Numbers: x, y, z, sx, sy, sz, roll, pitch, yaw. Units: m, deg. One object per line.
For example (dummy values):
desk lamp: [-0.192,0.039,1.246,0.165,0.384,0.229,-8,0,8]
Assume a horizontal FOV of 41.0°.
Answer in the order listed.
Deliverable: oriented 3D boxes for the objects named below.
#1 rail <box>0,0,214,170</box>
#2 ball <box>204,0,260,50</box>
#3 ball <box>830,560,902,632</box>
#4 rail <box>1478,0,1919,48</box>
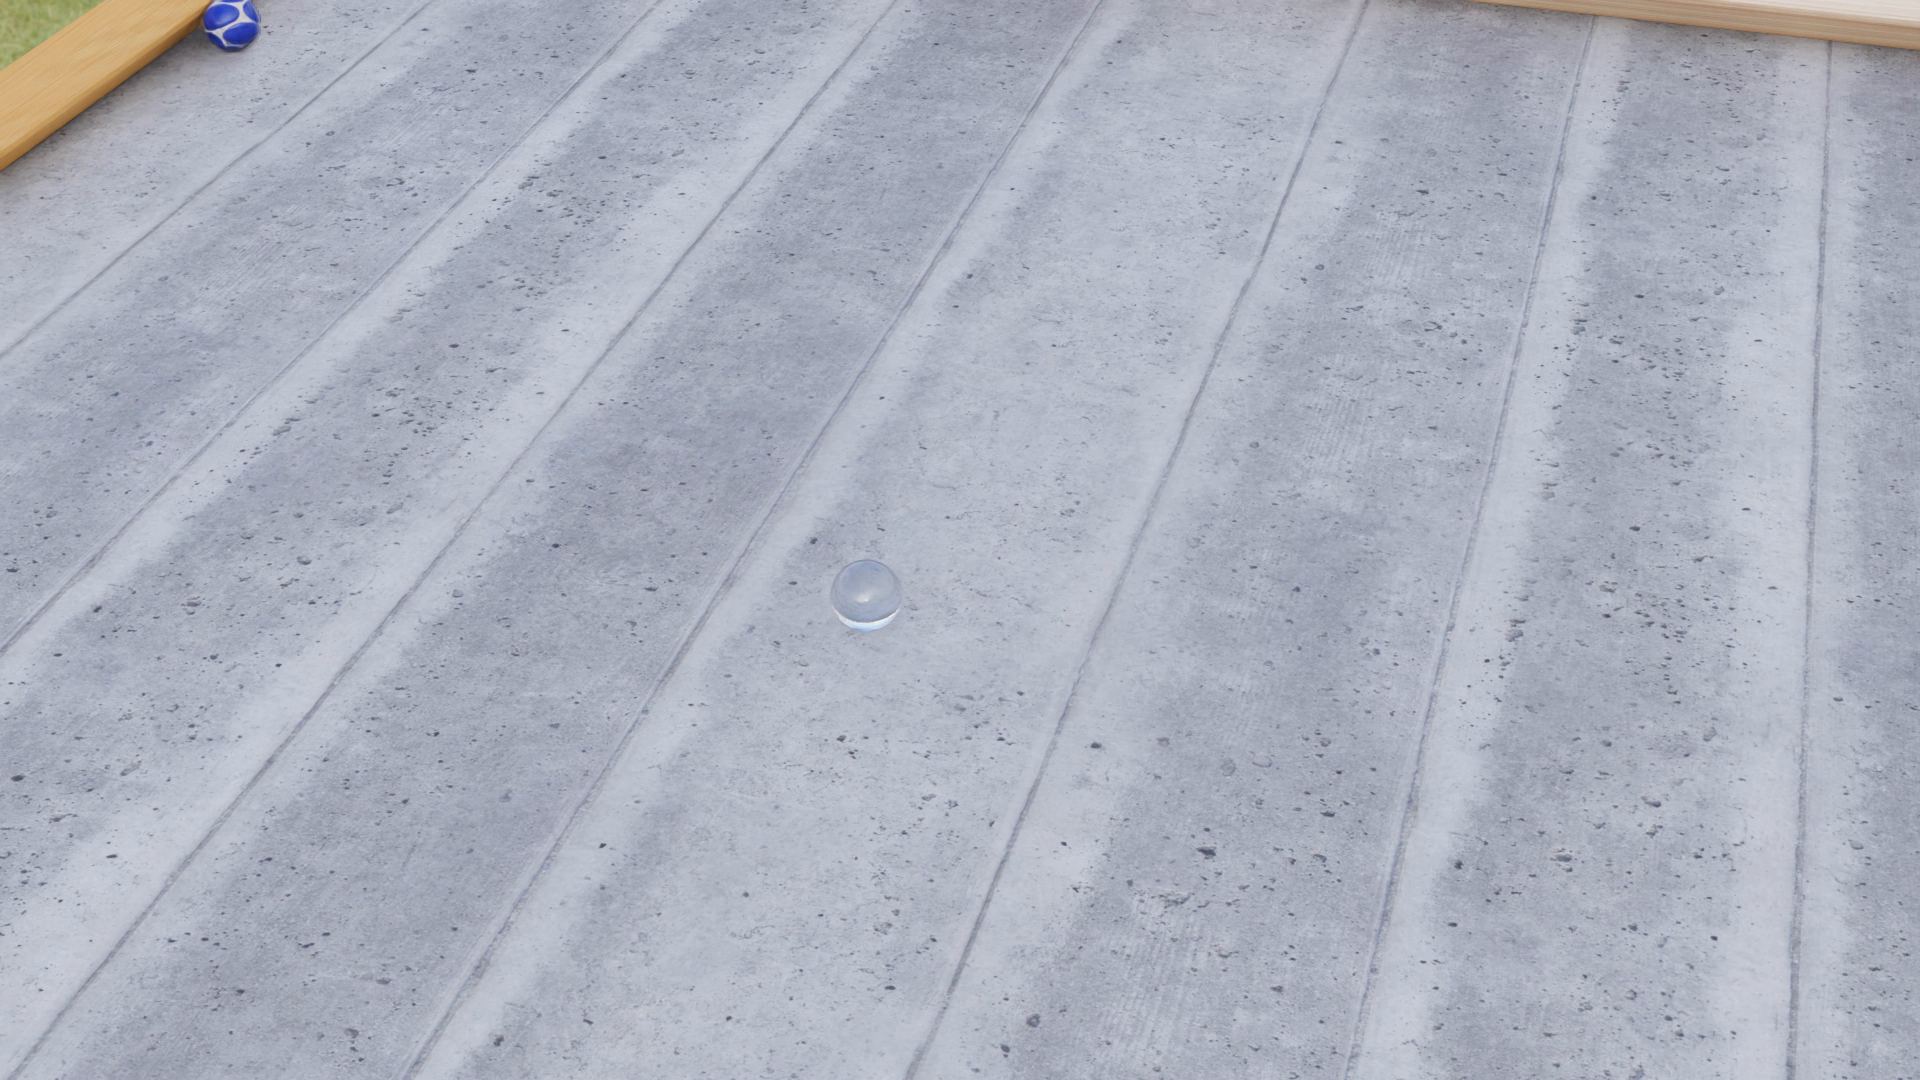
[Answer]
rail: [-1.026,-0.183,2.158,0.045,0.090,2.467,9,35,14]
ball: [-0.776,-0.550,2.731,0.057,0.057,0.057,0,34,0]
ball: [-0.068,0.040,1.863,0.052,0.052,0.052,0,34,0]
rail: [1.392,-0.489,2.610,4.377,0.090,0.045,9,35,14]
